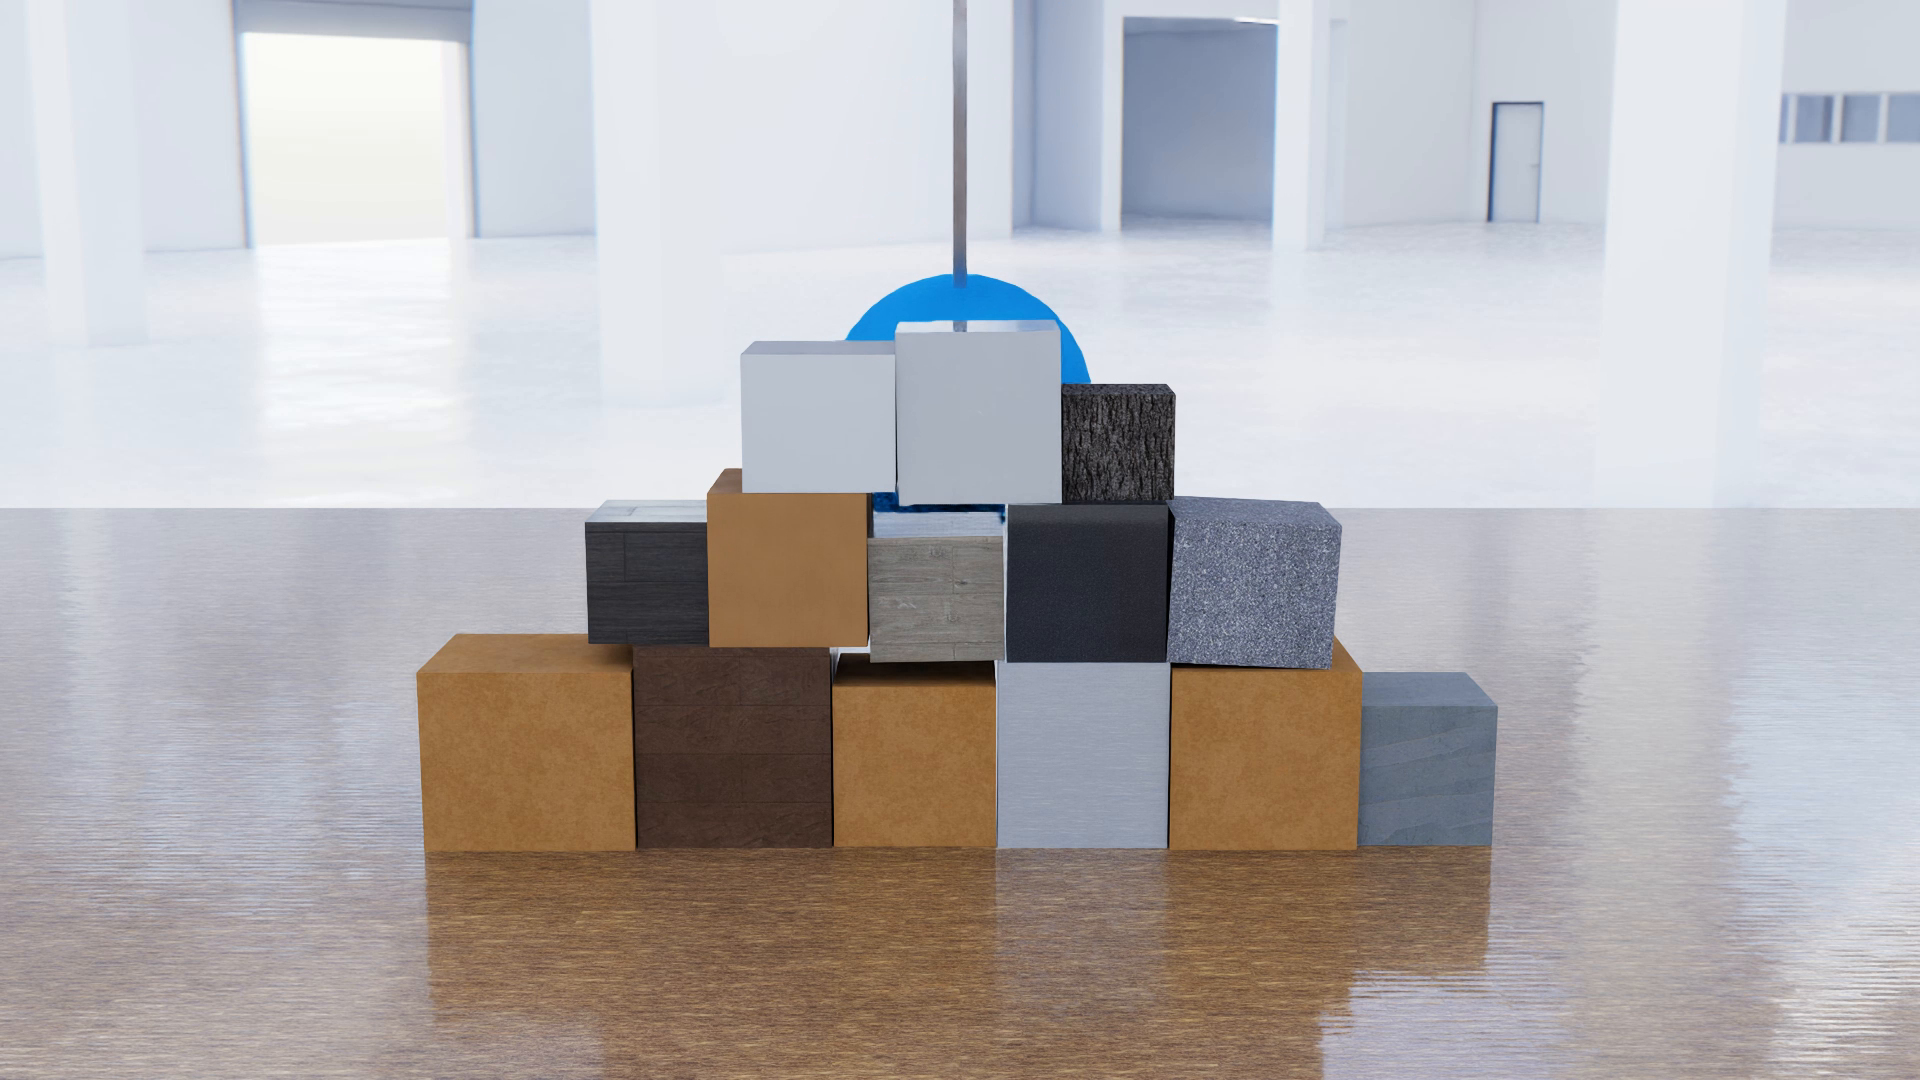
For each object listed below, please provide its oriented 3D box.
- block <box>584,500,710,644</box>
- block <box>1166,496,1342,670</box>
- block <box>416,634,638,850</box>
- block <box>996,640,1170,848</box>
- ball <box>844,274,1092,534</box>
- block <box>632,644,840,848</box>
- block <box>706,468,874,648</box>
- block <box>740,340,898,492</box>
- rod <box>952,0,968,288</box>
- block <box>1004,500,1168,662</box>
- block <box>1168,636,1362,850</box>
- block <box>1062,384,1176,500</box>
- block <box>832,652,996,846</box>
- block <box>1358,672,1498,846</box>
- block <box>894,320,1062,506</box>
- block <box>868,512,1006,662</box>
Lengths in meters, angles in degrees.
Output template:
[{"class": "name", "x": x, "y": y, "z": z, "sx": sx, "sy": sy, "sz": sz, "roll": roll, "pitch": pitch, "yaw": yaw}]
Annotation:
[{"class": "block", "x": -1.546, "y": 0.153, "z": 11.212, "sx": 0.600, "sy": 0.615, "sz": 0.693, "roll": 0, "pitch": 10, "yaw": 0}, {"class": "block", "x": 1.448, "y": 0.203, "z": 11.199, "sx": 0.819, "sy": 0.724, "sz": 0.727, "roll": 3, "pitch": 10, "yaw": -1}, {"class": "block", "x": -2.154, "y": 1.027, "z": 11.358, "sx": 1.056, "sy": 0.916, "sz": 0.876, "roll": 0, "pitch": 10, "yaw": 0}, {"class": "block", "x": 0.615, "y": 1.003, "z": 11.382, "sx": 0.851, "sy": 0.953, "sz": 0.845, "roll": 0, "pitch": 10, "yaw": 0}, {"class": "ball", "x": 0.000, "y": -0.788, "z": 13.145, "sx": 1.600, "sy": 1.600, "sz": 1.600, "roll": 0, "pitch": 10, "yaw": 0}, {"class": "block", "x": -1.130, "y": 0.965, "z": 11.360, "sx": 0.973, "sy": 1.037, "sz": 0.821, "roll": 0, "pitch": 10, "yaw": 0}, {"class": "block", "x": -0.847, "y": 0.076, "z": 11.207, "sx": 0.780, "sy": 0.768, "sz": 0.846, "roll": 0, "pitch": 10, "yaw": 0}, {"class": "block", "x": -0.688, "y": -0.629, "z": 11.049, "sx": 0.749, "sy": 0.676, "sz": 0.742, "roll": 0, "pitch": 10, "yaw": 0}, {"class": "rod", "x": 0.000, "y": -3.717, "z": 11.418, "sx": 0.080, "sy": 5.200, "sz": 0.080, "roll": 0, "pitch": 31, "yaw": 0}, {"class": "block", "x": 0.625, "y": 0.145, "z": 11.225, "sx": 0.784, "sy": 0.792, "sz": 0.819, "roll": 0, "pitch": 10, "yaw": 0}, {"class": "block", "x": 1.520, "y": 1.024, "z": 11.373, "sx": 0.938, "sy": 0.916, "sz": 0.881, "roll": 0, "pitch": 10, "yaw": 0}, {"class": "block", "x": 0.786, "y": -0.501, "z": 11.102, "sx": 0.552, "sy": 0.525, "sz": 0.497, "roll": 0, "pitch": 10, "yaw": 0}, {"class": "block", "x": -0.227, "y": 1.071, "z": 11.364, "sx": 0.813, "sy": 0.827, "sz": 0.737, "roll": 0, "pitch": 10, "yaw": 0}, {"class": "block", "x": 2.341, "y": 1.120, "z": 11.383, "sx": 0.683, "sy": 0.723, "sz": 0.722, "roll": 0, "pitch": 10, "yaw": 0}, {"class": "block", "x": 0.092, "y": -0.652, "z": 11.045, "sx": 0.802, "sy": 0.845, "sz": 0.676, "roll": -1, "pitch": 10, "yaw": 0}, {"class": "block", "x": -0.116, "y": 0.231, "z": 11.236, "sx": 0.670, "sy": 0.629, "sz": 0.703, "roll": -1, "pitch": 10, "yaw": 0}]
